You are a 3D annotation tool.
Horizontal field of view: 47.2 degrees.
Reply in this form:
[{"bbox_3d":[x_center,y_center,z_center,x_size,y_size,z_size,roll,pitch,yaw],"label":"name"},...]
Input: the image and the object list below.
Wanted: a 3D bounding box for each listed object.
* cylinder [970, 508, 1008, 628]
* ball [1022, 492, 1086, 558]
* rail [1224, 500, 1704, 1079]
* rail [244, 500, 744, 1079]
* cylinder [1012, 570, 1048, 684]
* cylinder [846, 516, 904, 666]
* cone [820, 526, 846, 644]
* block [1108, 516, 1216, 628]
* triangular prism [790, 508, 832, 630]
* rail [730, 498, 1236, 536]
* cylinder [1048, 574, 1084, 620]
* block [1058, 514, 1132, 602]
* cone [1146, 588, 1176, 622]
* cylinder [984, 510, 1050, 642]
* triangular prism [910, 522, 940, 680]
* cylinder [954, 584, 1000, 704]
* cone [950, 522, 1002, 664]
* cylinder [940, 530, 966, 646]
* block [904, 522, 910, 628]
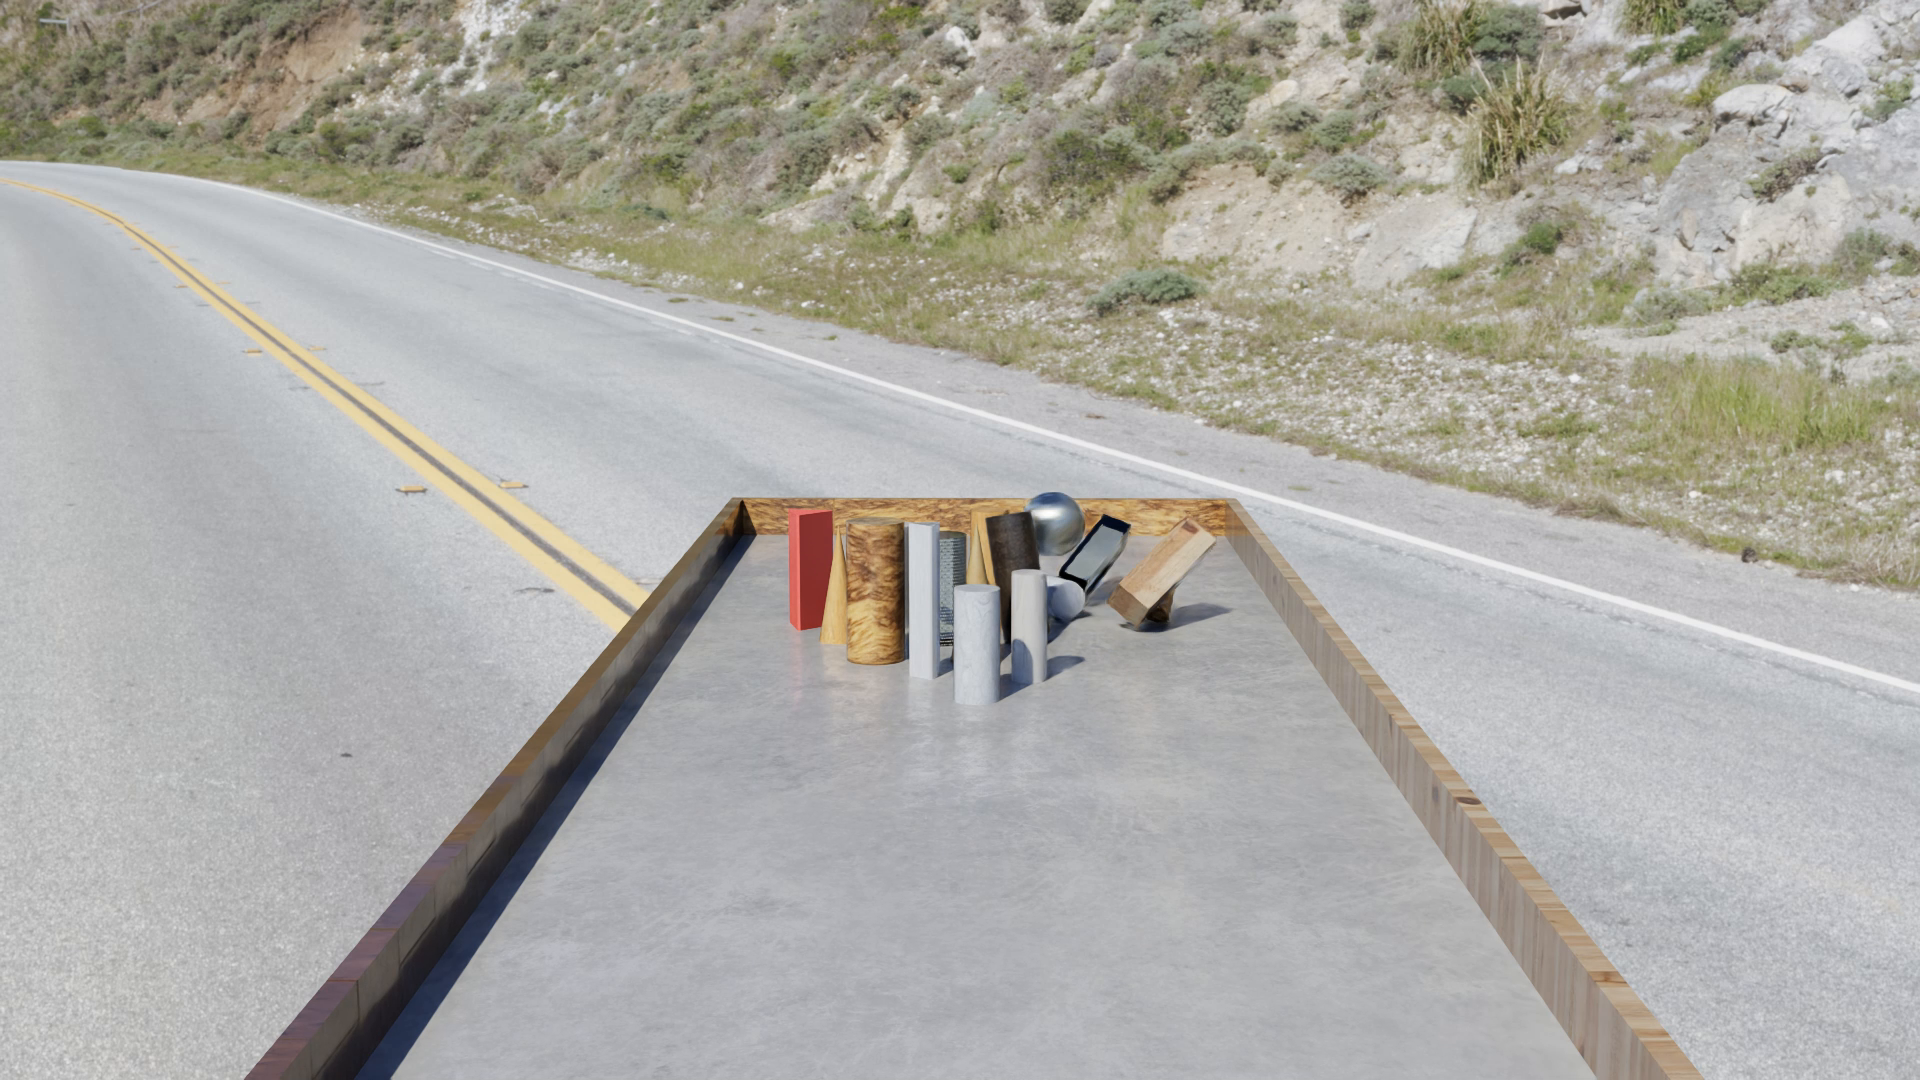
[{"bbox_3d":[0.096,0.092,7.197,0.124,0.386,0.124,0,9,0],"label":"cylinder"},{"bbox_3d":[0.312,-0.053,7.392,0.221,0.221,0.221,0,9,0],"label":"ball"},{"bbox_3d":[1.046,0.843,3.208,0.050,0.150,12.000,0,9,1],"label":"rail"},{"bbox_3d":[-1.004,0.839,3.234,0.050,0.150,12.000,0,9,1],"label":"rail"},{"bbox_3d":[0.202,0.251,6.411,0.105,0.318,0.105,0,9,0],"label":"cylinder"},{"bbox_3d":[-0.257,0.153,6.679,0.178,0.427,0.178,0,9,0],"label":"cylinder"},{"bbox_3d":[-0.383,0.133,6.966,0.130,0.377,0.130,0,9,0],"label":"cone"},{"bbox_3d":[0.658,0.101,7.176,0.129,0.129,0.384,41,57,10],"label":"block"},{"bbox_3d":[-0.516,0.092,7.218,0.150,0.379,0.130,-9,13,-44],"label":"triangular prism"},{"bbox_3d":[0.099,-0.098,9.147,2.100,0.150,0.050,0,9,1],"label":"rail"},{"bbox_3d":[0.279,0.181,7.445,0.133,0.133,0.315,-5,11,-31],"label":"cylinder"},{"bbox_3d":[0.468,0.068,7.742,0.105,0.105,0.456,21,33,14],"label":"block"},{"bbox_3d":[0.697,0.099,7.305,0.126,0.340,0.126,22,-24,10],"label":"cone"},{"bbox_3d":[0.183,0.113,6.965,0.150,0.395,0.150,-9,2,0],"label":"cylinder"},{"bbox_3d":[-0.089,0.175,6.452,0.091,0.454,0.079,9,13,44],"label":"triangular prism"},{"bbox_3d":[0.048,0.291,6.156,0.131,0.318,0.131,0,9,0],"label":"cylinder"},{"bbox_3d":[0.050,0.154,6.658,0.159,0.433,0.159,0,9,0],"label":"cone"},{"bbox_3d":[-0.061,0.152,6.956,0.166,0.342,0.166,0,9,0],"label":"cylinder"},{"bbox_3d":[-0.229,0.114,7.218,0.157,0.335,0.157,7,11,36],"label":"block"}]
